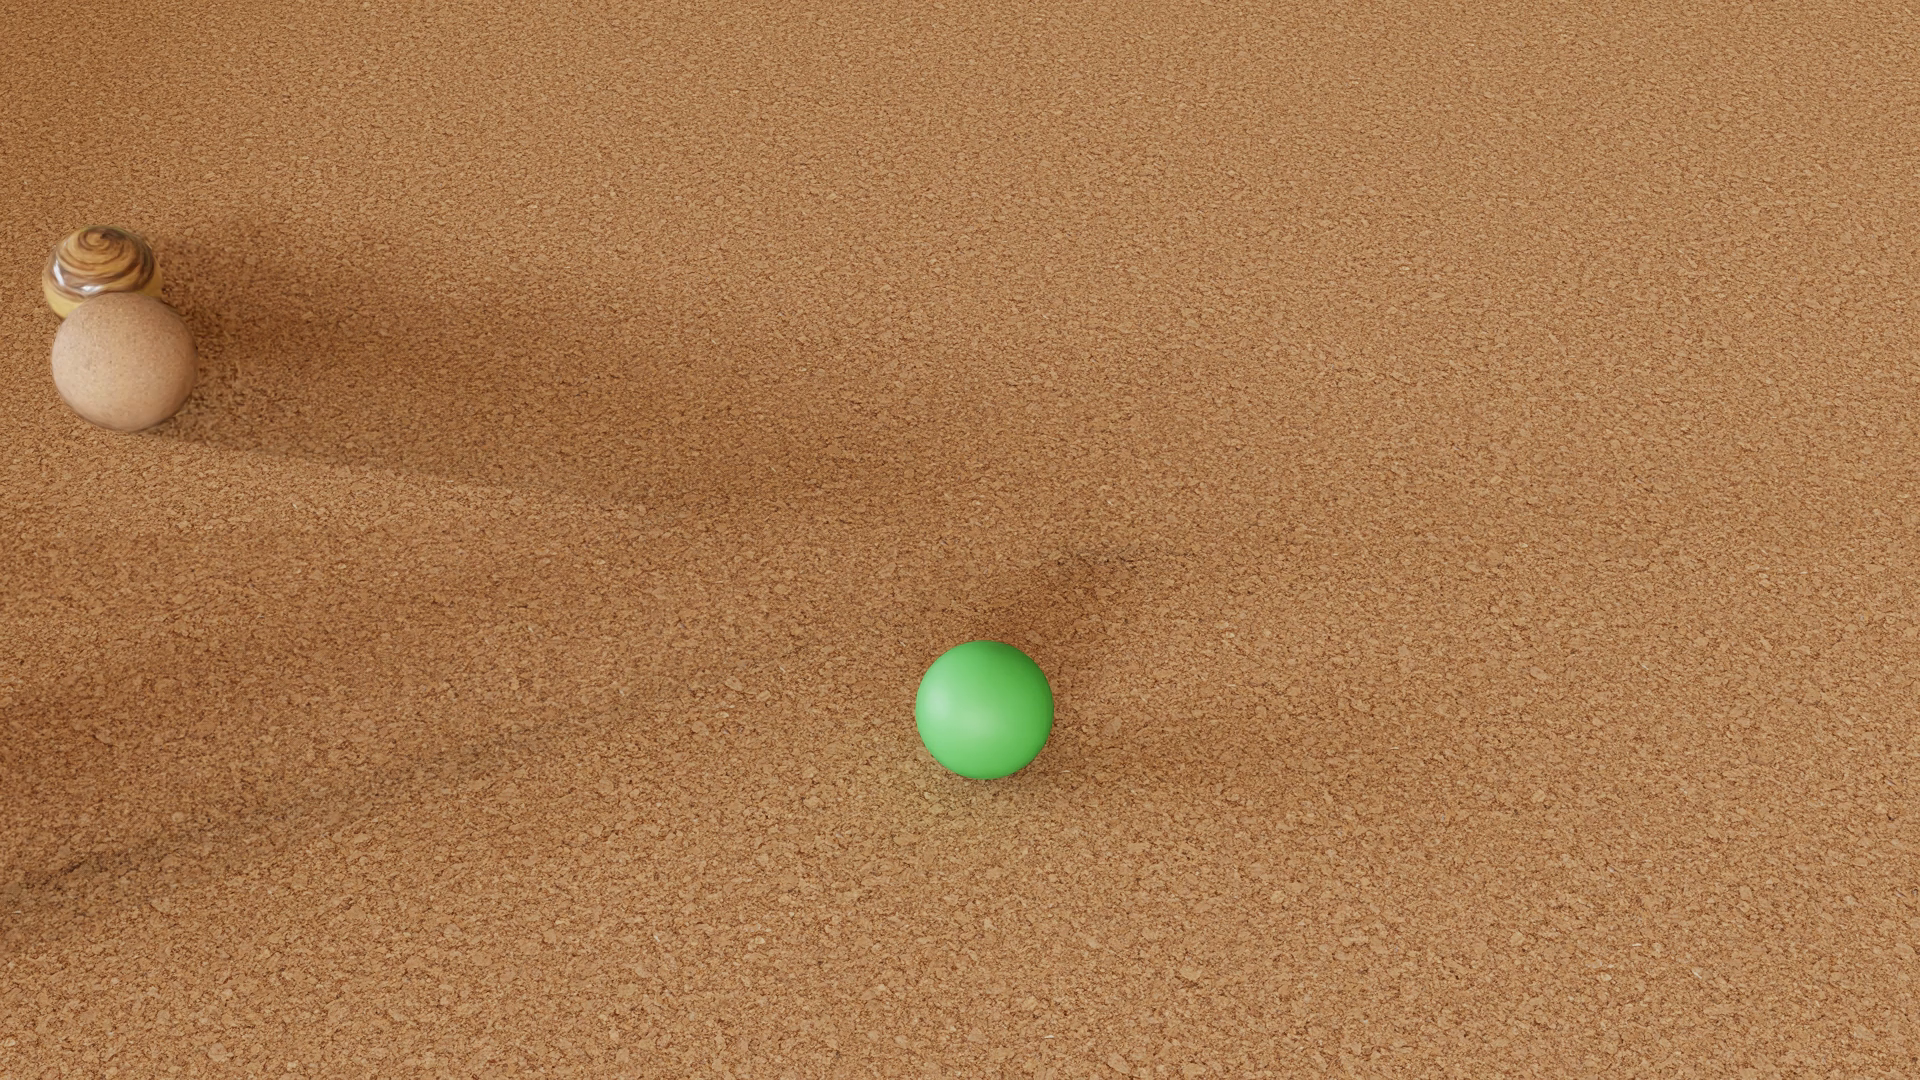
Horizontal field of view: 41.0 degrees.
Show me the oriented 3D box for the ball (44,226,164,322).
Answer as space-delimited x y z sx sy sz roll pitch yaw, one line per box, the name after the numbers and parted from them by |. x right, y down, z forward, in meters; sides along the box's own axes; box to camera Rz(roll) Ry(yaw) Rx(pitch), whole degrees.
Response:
-0.574 -0.173 1.721 0.076 0.076 0.076 0 37 0 | ball

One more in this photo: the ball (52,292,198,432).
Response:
-0.531 -0.113 1.632 0.089 0.089 0.089 0 37 0 | ball

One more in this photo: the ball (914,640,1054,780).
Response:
0.013 0.091 1.373 0.074 0.074 0.074 0 37 0 | ball
